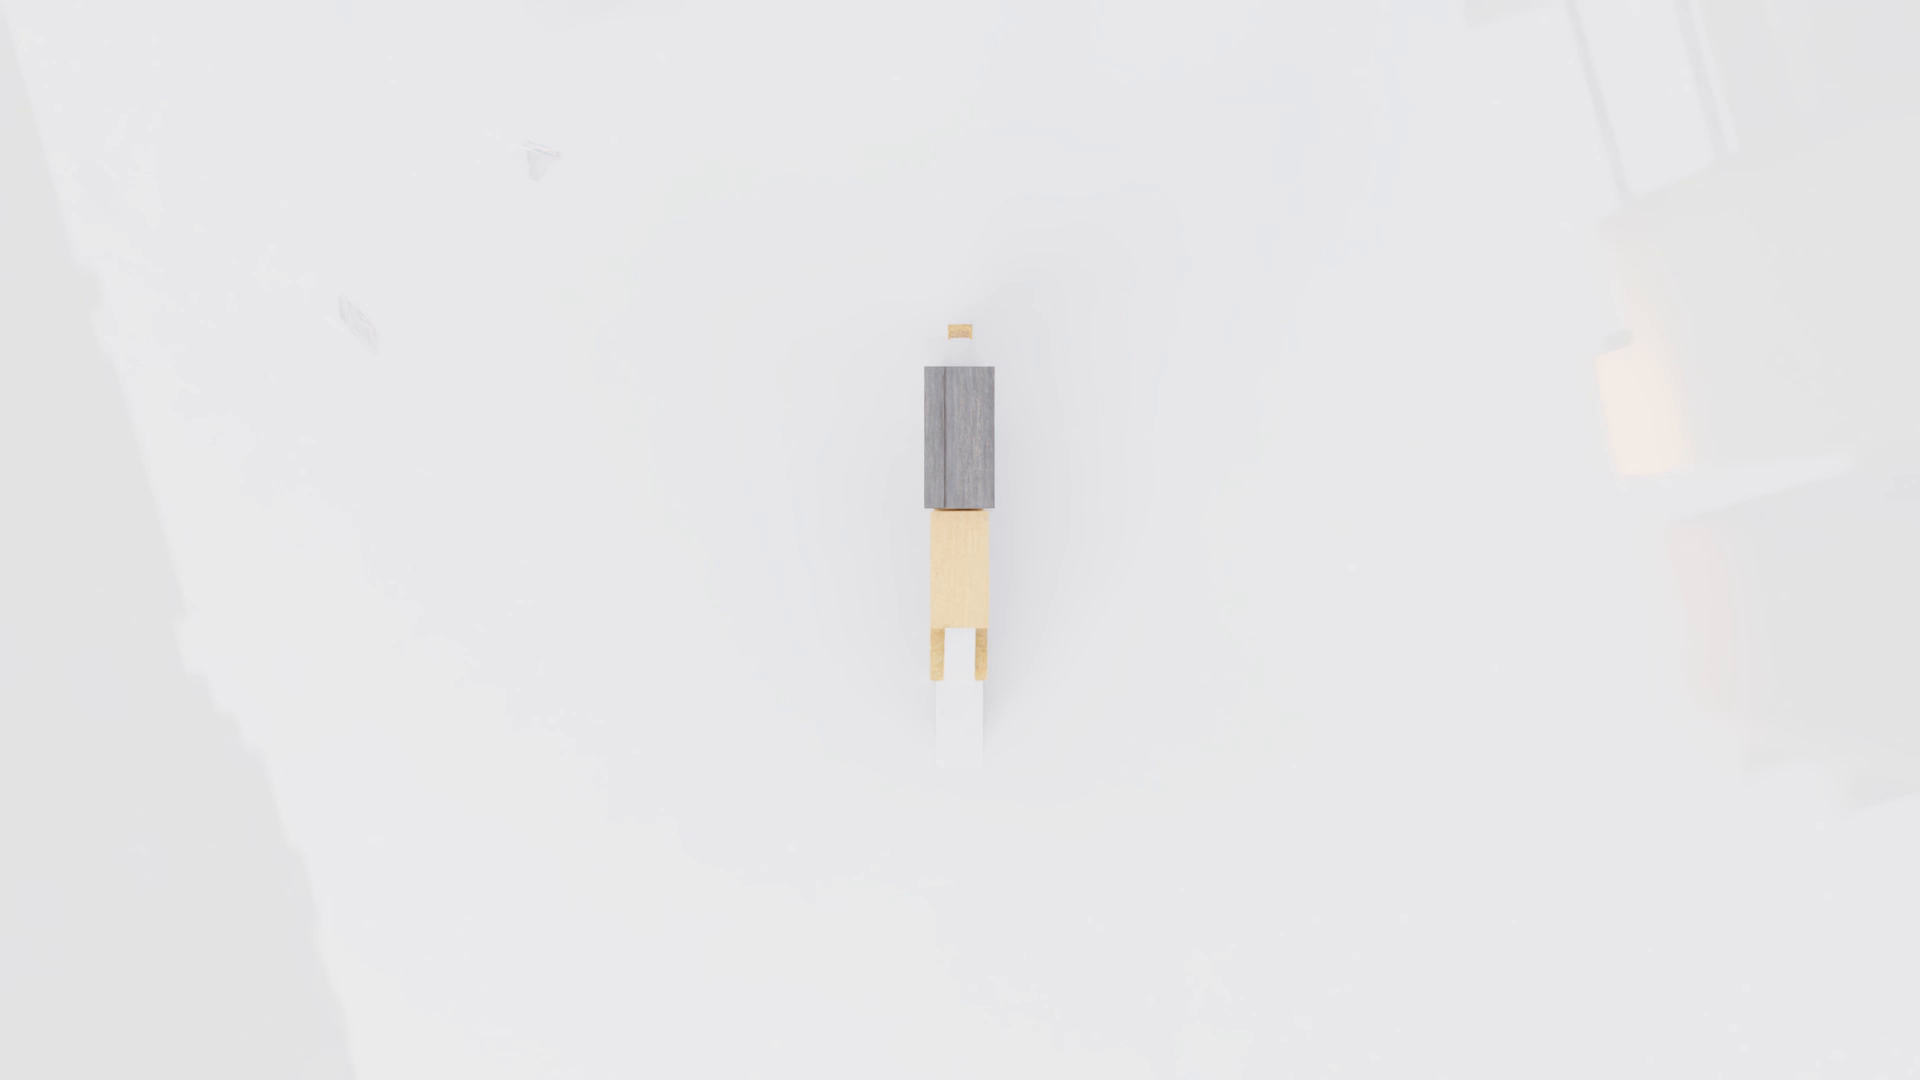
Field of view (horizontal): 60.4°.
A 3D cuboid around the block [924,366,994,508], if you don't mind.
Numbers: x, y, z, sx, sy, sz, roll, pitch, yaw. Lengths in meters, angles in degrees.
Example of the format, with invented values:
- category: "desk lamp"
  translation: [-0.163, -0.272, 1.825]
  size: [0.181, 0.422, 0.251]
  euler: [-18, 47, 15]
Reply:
- category: "block"
  translation: [-0.002, -0.248, 4.002]
  size: [0.171, 0.048, 0.342]
  euler: [0, 90, 0]

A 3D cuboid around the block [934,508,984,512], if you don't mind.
- category: "block"
  translation: [-0.004, -0.069, 4.435]
  size: [0.132, 0.037, 0.264]
  euler: [0, 90, 0]

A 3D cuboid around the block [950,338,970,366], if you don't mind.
- category: "block"
  translation: [0.001, -0.472, 4.263]
  size: [0.049, 0.014, 0.098]
  euler: [0, 90, 0]

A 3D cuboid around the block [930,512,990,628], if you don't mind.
- category: "block"
  translation: [0.000, 0.074, 4.106]
  size: [0.145, 0.041, 0.290]
  euler: [0, 90, 0]

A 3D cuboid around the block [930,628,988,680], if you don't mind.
- category: "block"
  translation: [-0.003, 0.224, 4.456]
  size: [0.155, 0.044, 0.310]
  euler: [0, 90, 0]

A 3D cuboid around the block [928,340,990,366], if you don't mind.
- category: "block"
  translation: [-0.001, -0.368, 4.391]
  size: [0.162, 0.046, 0.325]
  euler: [0, 90, 0]

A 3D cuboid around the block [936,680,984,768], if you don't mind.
- category: "block"
  translation: [-0.002, 0.519, 4.737]
  size: [0.135, 0.038, 0.271]
  euler: [0, 90, 0]

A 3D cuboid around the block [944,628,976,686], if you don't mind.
- category: "block"
  translation: [-0.001, 0.299, 4.266]
  size: [0.078, 0.022, 0.157]
  euler: [2, 90, 0]

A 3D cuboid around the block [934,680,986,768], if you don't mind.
- category: "block"
  translation: [0.002, 0.538, 5.050]
  size: [0.157, 0.044, 0.313]
  euler: [0, 90, 0]

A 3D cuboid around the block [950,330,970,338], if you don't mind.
- category: "block"
  translation: [0.000, -0.591, 5.180]
  size: [0.064, 0.018, 0.129]
  euler: [0, 90, 0]

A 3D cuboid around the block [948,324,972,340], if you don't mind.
- category: "block"
  translation: [0.001, -0.616, 5.329]
  size: [0.080, 0.023, 0.159]
  euler: [0, 90, 0]
